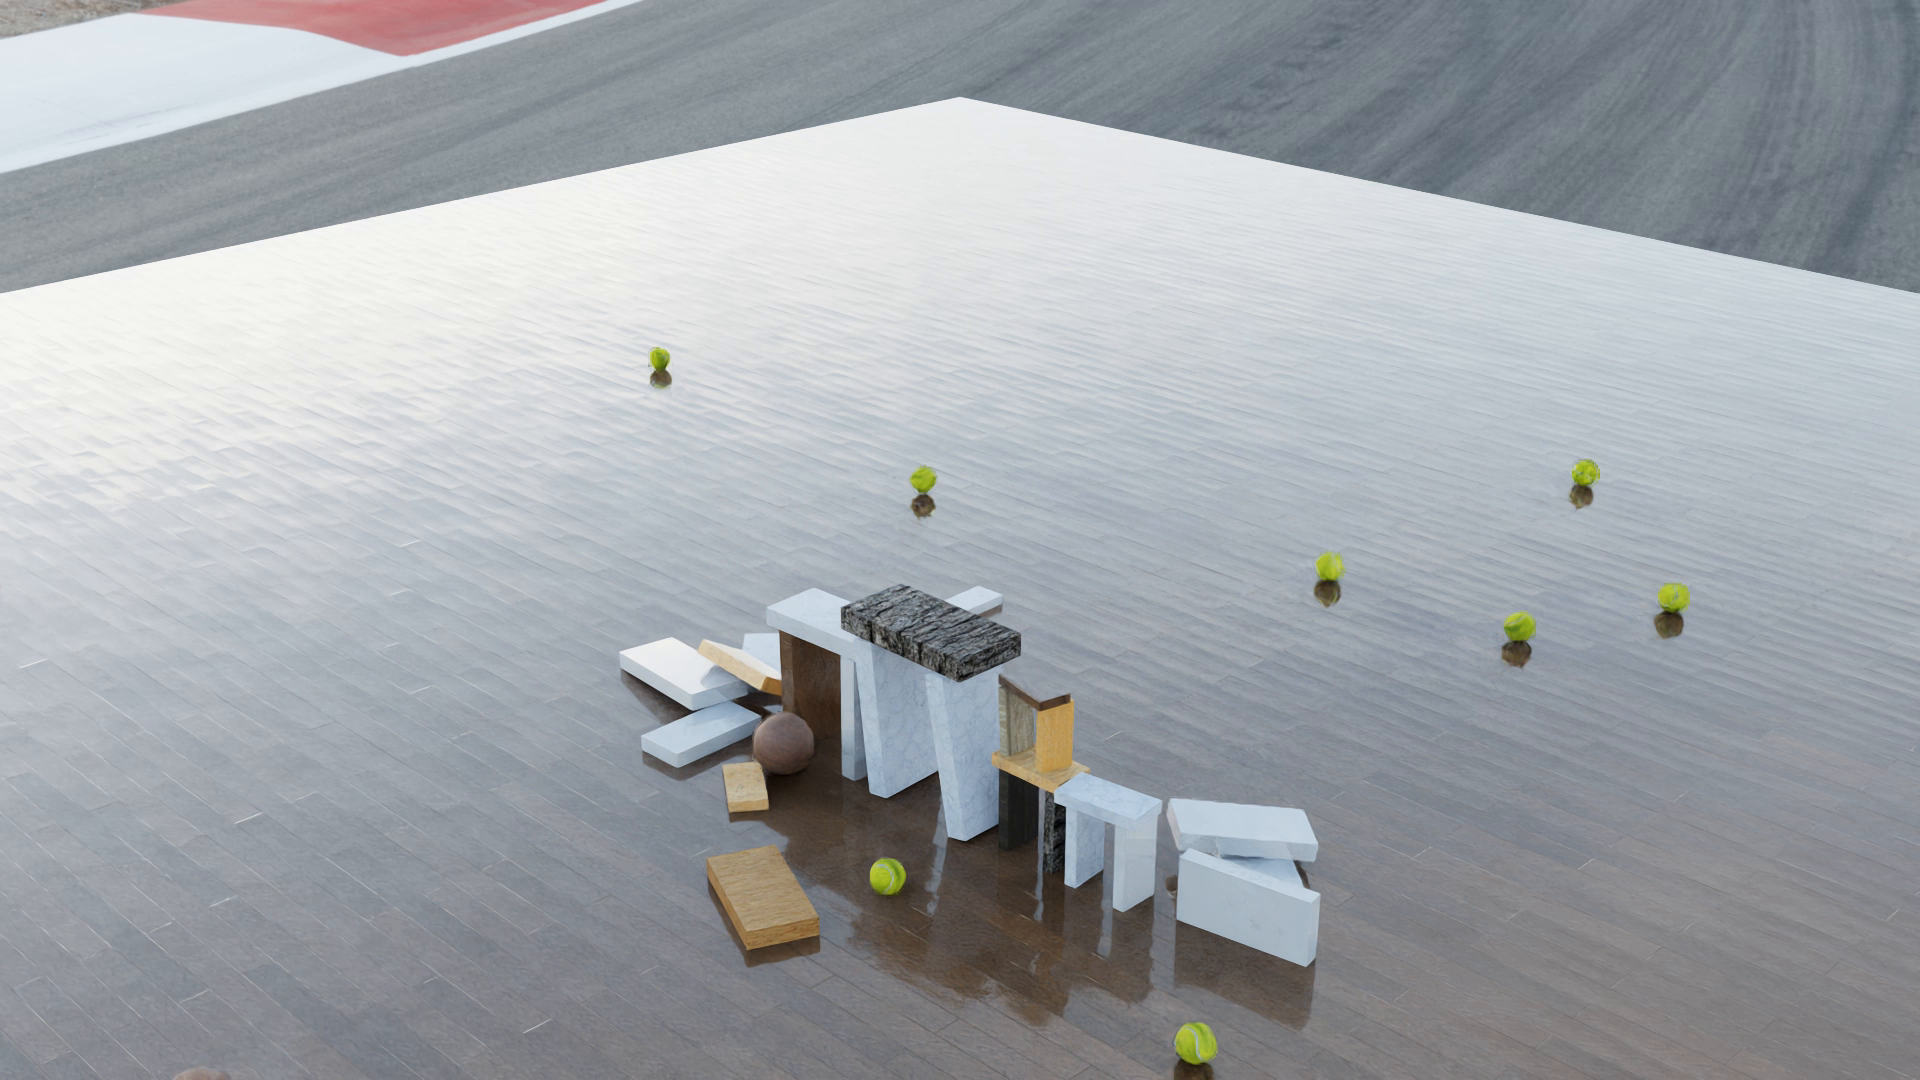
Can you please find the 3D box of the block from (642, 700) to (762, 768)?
[{"bbox_3d":[-0.555,0.416,4.738,0.119,0.034,0.238,20,30,39],"label":"block"}]

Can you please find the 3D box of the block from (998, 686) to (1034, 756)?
[{"bbox_3d":[0.109,0.342,4.256,0.070,0.140,0.020,-18,25,-37],"label":"block"}]

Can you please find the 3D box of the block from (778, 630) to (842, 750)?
[{"bbox_3d":[-0.316,0.299,4.702,0.039,0.277,0.139,20,30,41],"label":"block"}]

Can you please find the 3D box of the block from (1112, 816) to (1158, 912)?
[{"bbox_3d":[0.328,0.598,4.119,0.026,0.181,0.090,21,31,40],"label":"block"}]

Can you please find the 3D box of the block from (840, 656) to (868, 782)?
[{"bbox_3d":[-0.183,0.351,4.578,0.139,0.277,0.039,-21,32,-41],"label":"block"}]

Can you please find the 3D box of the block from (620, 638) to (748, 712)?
[{"bbox_3d":[-0.627,0.300,4.960,0.138,0.039,0.348,-15,22,-32],"label":"block"}]

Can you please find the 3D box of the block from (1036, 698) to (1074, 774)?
[{"bbox_3d":[0.180,0.371,4.186,0.070,0.140,0.020,-13,27,-28],"label":"block"}]

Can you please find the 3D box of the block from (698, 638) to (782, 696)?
[{"bbox_3d":[-0.466,0.288,4.882,0.238,0.034,0.119,25,3,43],"label":"block"}]

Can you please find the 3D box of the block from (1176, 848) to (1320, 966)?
[{"bbox_3d":[0.523,0.669,4.011,0.269,0.135,0.038,16,28,32],"label":"block"}]

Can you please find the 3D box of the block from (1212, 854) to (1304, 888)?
[{"bbox_3d":[0.567,0.618,4.256,0.135,0.038,0.269,-2,23,-5],"label":"block"}]

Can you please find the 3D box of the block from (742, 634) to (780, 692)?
[{"bbox_3d":[-0.442,0.281,5.055,0.119,0.034,0.238,-1,23,-1],"label":"block"}]

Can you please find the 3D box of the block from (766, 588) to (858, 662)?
[{"bbox_3d":[-0.257,0.176,4.584,0.277,0.039,0.139,19,30,38],"label":"block"}]

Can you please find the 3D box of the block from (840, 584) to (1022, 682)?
[{"bbox_3d":[-0.060,0.182,4.389,0.171,0.048,0.341,-21,31,-40],"label":"block"}]

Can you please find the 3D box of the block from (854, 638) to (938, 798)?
[{"bbox_3d":[-0.126,0.339,4.520,0.048,0.341,0.171,12,25,41],"label":"block"}]

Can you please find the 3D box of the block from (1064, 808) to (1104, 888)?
[{"bbox_3d":[0.239,0.565,4.198,0.026,0.181,0.090,18,29,36],"label":"block"}]

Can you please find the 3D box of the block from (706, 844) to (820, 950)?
[{"bbox_3d":[-0.373,0.669,4.135,0.138,0.039,0.275,-9,24,-20],"label":"block"}]

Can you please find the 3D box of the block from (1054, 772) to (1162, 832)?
[{"bbox_3d":[0.276,0.489,4.113,0.181,0.026,0.090,16,28,34],"label":"block"}]

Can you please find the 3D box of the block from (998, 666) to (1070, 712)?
[{"bbox_3d":[0.141,0.282,4.190,0.070,0.020,0.140,-14,27,-30],"label":"block"}]

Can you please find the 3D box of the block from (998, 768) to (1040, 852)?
[{"bbox_3d":[0.116,0.515,4.320,0.025,0.177,0.089,21,31,41],"label":"block"}]

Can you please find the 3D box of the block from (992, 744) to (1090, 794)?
[{"bbox_3d":[0.155,0.437,4.244,0.177,0.025,0.089,21,31,41],"label":"block"}]

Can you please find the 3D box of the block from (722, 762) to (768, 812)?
[{"bbox_3d":[-0.443,0.508,4.534,0.081,0.023,0.161,-4,23,-10],"label":"block"}]

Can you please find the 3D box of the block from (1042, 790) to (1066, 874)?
[{"bbox_3d":[0.201,0.548,4.242,0.089,0.177,0.025,-21,32,-41],"label":"block"}]

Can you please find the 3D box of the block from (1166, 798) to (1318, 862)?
[{"bbox_3d":[0.546,0.561,4.261,0.269,0.038,0.135,6,22,-7],"label":"block"}]

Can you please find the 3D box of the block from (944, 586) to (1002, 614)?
[{"bbox_3d":[0.020,0.157,5.362,0.081,0.023,0.161,20,30,39],"label":"block"}]

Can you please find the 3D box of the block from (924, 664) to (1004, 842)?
[{"bbox_3d":[0.030,0.405,4.365,0.048,0.341,0.171,8,22,45],"label":"block"}]
